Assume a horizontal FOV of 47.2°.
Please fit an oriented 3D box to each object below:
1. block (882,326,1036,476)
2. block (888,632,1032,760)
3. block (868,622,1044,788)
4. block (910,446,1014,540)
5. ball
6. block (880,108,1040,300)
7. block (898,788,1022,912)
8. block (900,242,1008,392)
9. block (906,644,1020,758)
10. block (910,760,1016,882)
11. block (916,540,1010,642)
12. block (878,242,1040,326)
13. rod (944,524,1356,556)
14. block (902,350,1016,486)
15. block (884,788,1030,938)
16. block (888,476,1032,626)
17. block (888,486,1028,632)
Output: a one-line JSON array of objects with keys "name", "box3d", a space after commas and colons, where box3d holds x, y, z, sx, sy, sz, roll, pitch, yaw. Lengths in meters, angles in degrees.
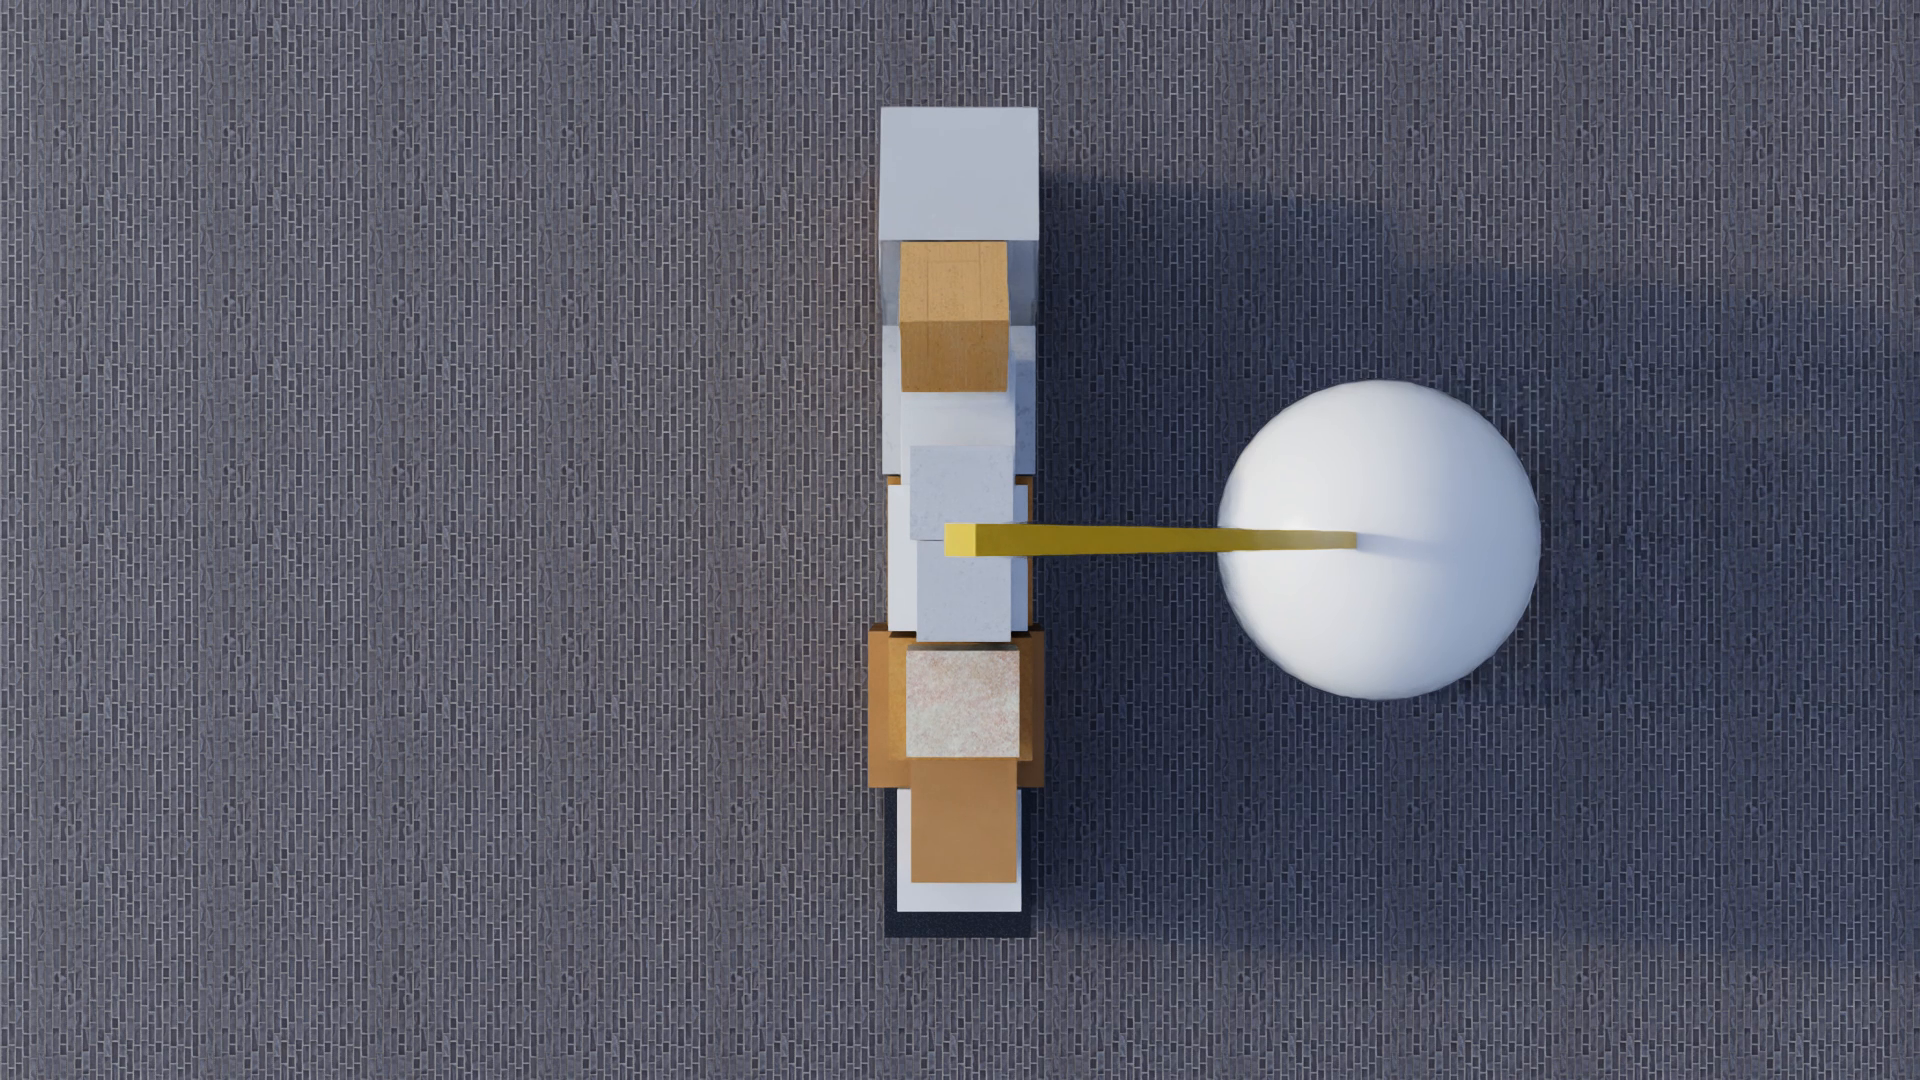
[{"name": "block", "box3d": [-0.006, -0.729, 11.801, 0.792, 0.825, 0.769, 0, 90, 0]}, {"name": "block", "box3d": [0.002, 0.780, 11.160, 0.708, 0.628, 0.606, 0, 91, 0]}, {"name": "block", "box3d": [-0.019, 0.877, 11.896, 0.917, 0.841, 0.815, 0, 91, 0]}, {"name": "block", "box3d": [0.007, -0.222, 10.575, 0.486, 0.499, 0.443, 0, 90, 0]}, {"name": "ball", "box3d": [2.074, 0.000, 10.953, 1.600, 1.600, 1.600, 0, 90, 0]}, {"name": "block", "box3d": [-0.003, -1.691, 11.100, 0.774, 0.691, 0.723, 0, 72, 0]}, {"name": "block", "box3d": [-0.004, 1.606, 11.757, 0.641, 0.764, 0.629, 0, 90, 0]}, {"name": "block", "box3d": [-0.029, -1.081, 10.662, 0.512, 0.492, 0.531, -1, 52, 0]}, {"name": "block", "box3d": [0.014, 0.769, 10.603, 0.532, 0.485, 0.502, 0, 91, 0]}, {"name": "block", "box3d": [0.019, 1.390, 11.110, 0.523, 0.528, 0.604, 0, 90, 0]}, {"name": "block", "box3d": [0.018, 0.241, 10.576, 0.442, 0.497, 0.474, 0, 90, 0]}, {"name": "block", "box3d": [-0.004, -1.640, 11.853, 0.829, 0.771, 0.792, 0, 72, 0]}, {"name": "rod", "box3d": [0.899, 0.000, 7.763, 0.080, 5.200, 0.080, 0, 90, 20]}, {"name": "block", "box3d": [-0.008, -0.605, 11.126, 0.565, 0.527, 0.663, 0, 90, 0]}, {"name": "block", "box3d": [-0.013, 1.738, 12.569, 0.809, 0.861, 0.915, 0, 90, 0]}, {"name": "block", "box3d": [0.000, 0.058, 11.950, 0.767, 0.723, 0.789, 0, 90, 0]}, {"name": "block", "box3d": [-0.009, 0.089, 11.206, 0.685, 0.764, 0.719, 0, 90, 0]}]
